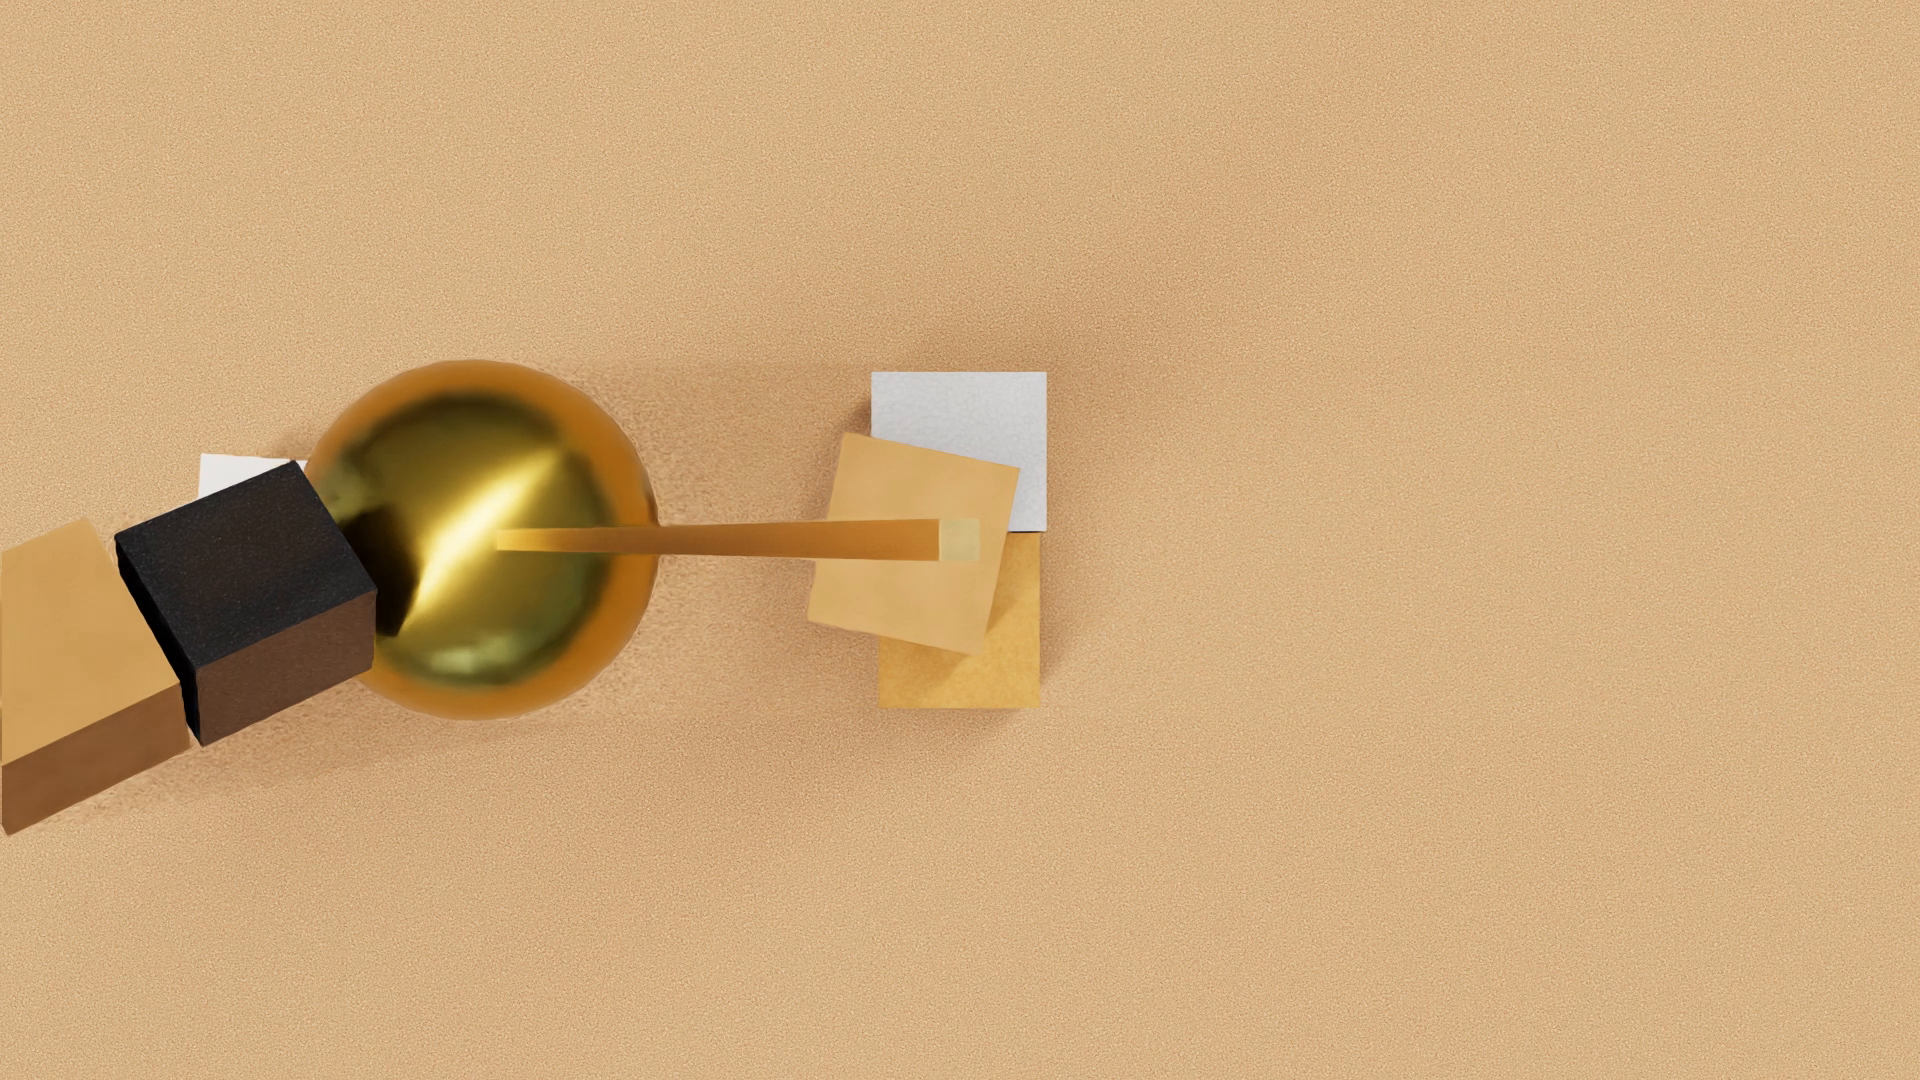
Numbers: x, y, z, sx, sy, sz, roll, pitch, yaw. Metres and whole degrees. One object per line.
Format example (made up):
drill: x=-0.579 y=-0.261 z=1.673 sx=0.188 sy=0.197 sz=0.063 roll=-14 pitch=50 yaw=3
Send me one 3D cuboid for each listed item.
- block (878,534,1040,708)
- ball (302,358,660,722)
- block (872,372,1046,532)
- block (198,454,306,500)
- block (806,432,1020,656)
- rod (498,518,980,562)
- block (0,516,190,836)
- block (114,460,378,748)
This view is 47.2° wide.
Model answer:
block: x=-0.005 y=0.440 z=12.516 sx=0.881 sy=0.967 sz=0.956 roll=0 pitch=90 yaw=0
ball: x=-2.128 y=0.000 z=9.705 sx=1.600 sy=1.600 sz=1.600 roll=0 pitch=90 yaw=0
block: x=-0.006 y=-0.483 z=12.505 sx=0.956 sy=0.990 sz=0.869 roll=0 pitch=90 yaw=0
block: x=-3.797 y=0.047 z=12.560 sx=0.830 sy=0.834 sz=0.992 roll=4 pitch=90 yaw=3
block: x=-0.237 y=0.007 z=11.550 sx=0.902 sy=0.923 sz=0.971 roll=12 pitch=92 yaw=0
rod: x=-0.922 y=0.000 z=6.526 sx=0.080 sy=5.200 sz=0.080 roll=0 pitch=90 yaw=-21
block: x=-3.464 y=0.525 z=8.345 sx=0.739 sy=0.770 sz=0.752 roll=-28 pitch=76 yaw=-25
block: x=-2.798 y=0.252 z=8.648 sx=0.737 sy=0.675 sz=0.654 roll=-27 pitch=70 yaw=-29
